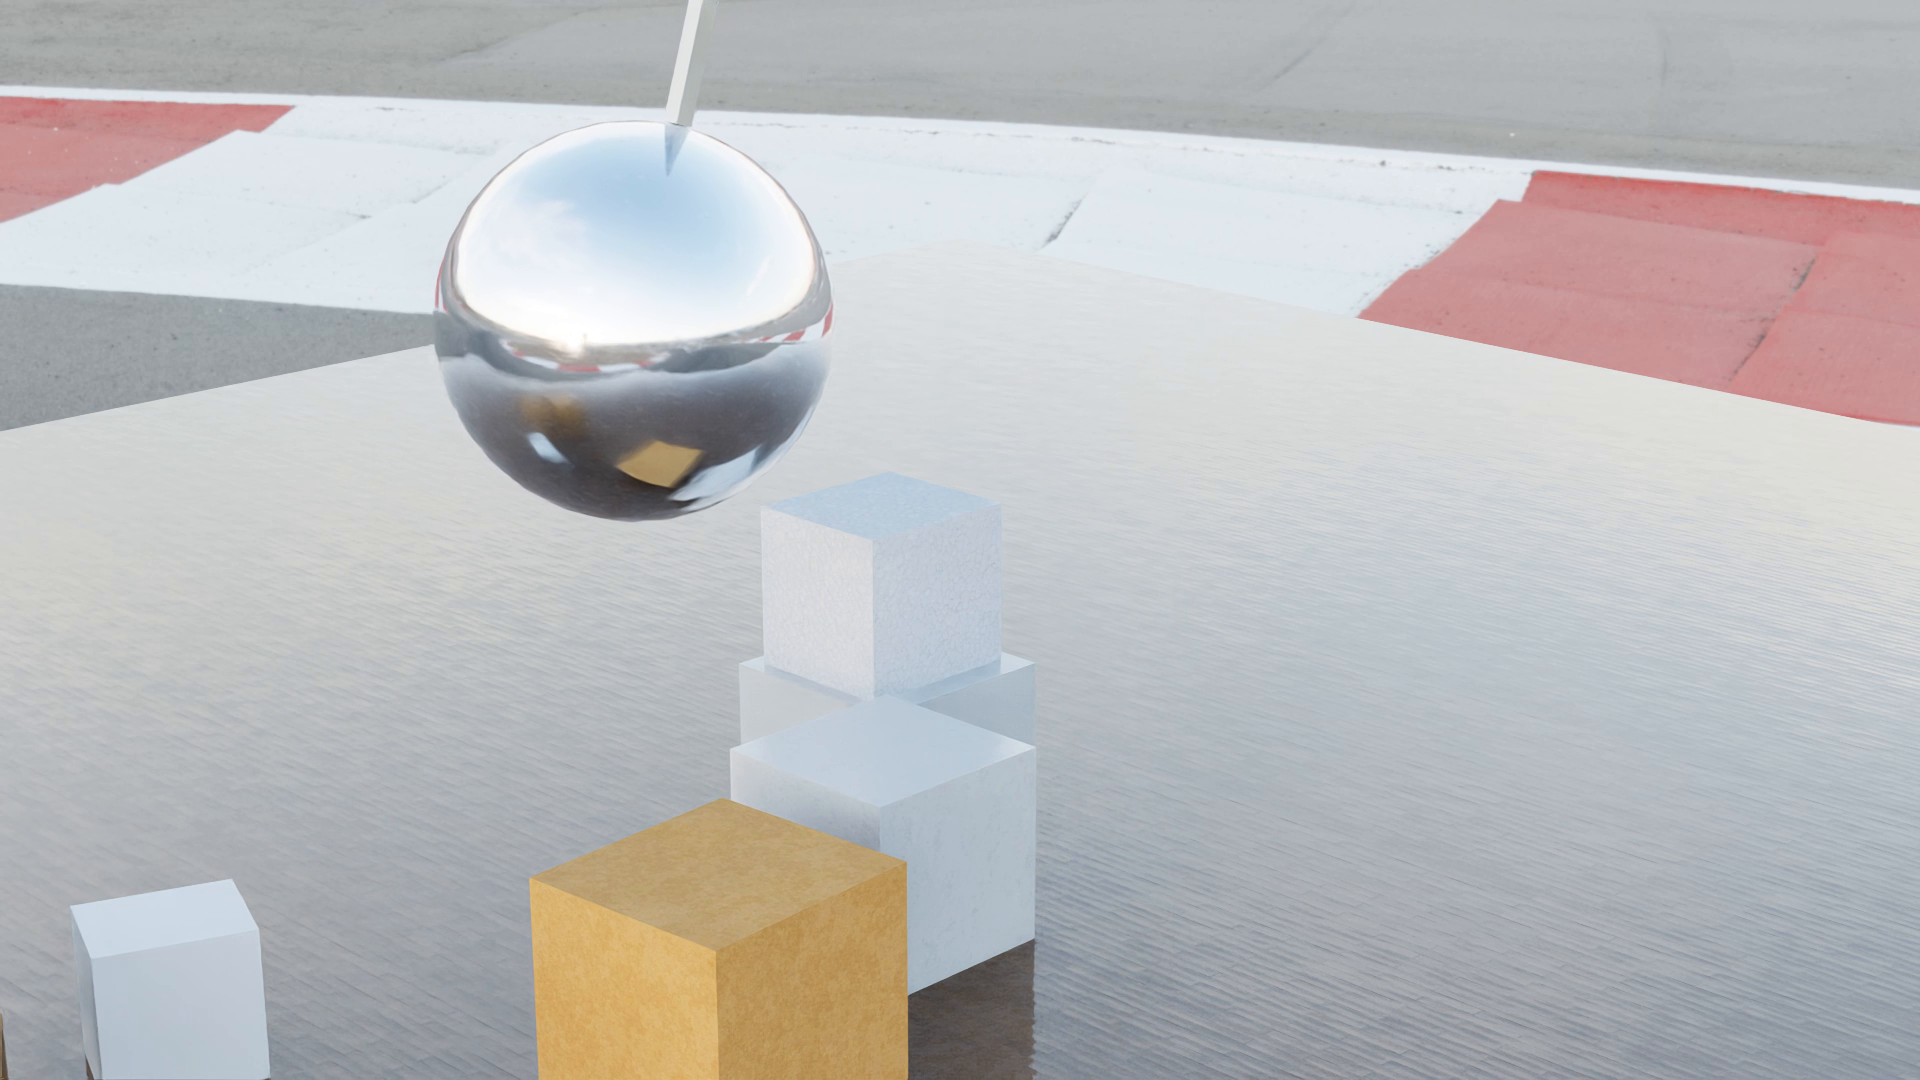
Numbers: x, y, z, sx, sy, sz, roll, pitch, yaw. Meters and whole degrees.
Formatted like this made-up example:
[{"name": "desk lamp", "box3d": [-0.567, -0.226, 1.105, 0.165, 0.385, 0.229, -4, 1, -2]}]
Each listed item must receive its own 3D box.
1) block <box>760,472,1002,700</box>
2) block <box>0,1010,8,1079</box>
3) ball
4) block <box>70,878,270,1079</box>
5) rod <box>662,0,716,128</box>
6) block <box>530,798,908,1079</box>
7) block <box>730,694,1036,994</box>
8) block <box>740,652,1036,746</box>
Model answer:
[{"name": "block", "box3d": [-0.366, 0.204, 13.769, 0.830, 0.774, 0.756, -17, 24, -42]}, {"name": "block", "box3d": [-3.521, 2.241, 9.492, 0.874, 1.033, 0.972, -5, 18, -16]}, {"name": "ball", "box3d": [-1.295, -0.872, 11.710, 1.600, 1.600, 1.600, 0, 17, 0]}, {"name": "block", "box3d": [-3.122, 1.786, 11.590, 0.635, 0.642, 0.528, -8, 19, -23]}, {"name": "rod", "box3d": [-0.561, -4.180, 11.440, 0.080, 5.200, 0.080, 17, 6, 42]}, {"name": "block", "box3d": [-0.922, 1.706, 11.367, 0.997, 0.930, 1.043, 14, 22, 38]}, {"name": "block", "box3d": [-0.328, 1.316, 12.665, 0.921, 0.895, 0.931, 16, 24, 42]}, {"name": "block", "box3d": [-0.344, 0.959, 13.974, 0.986, 0.790, 0.996, 17, 24, 42]}]
